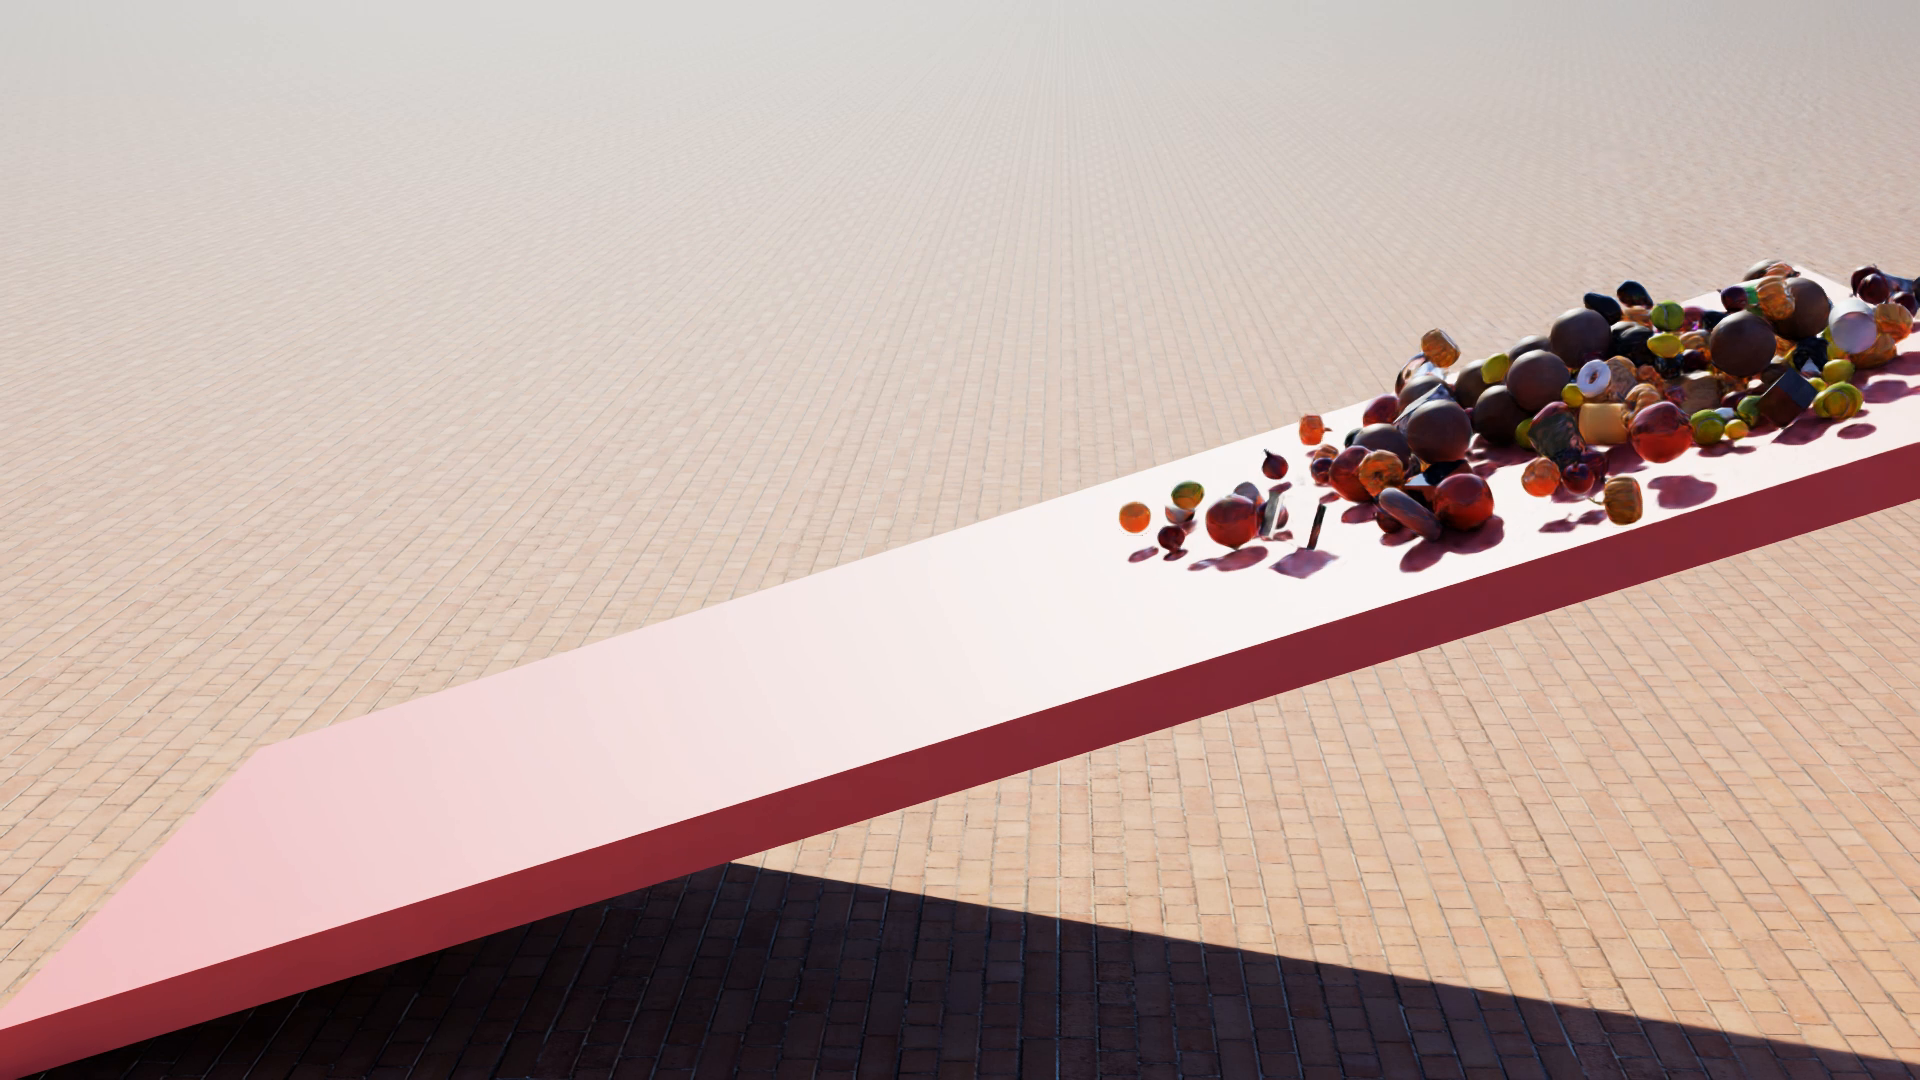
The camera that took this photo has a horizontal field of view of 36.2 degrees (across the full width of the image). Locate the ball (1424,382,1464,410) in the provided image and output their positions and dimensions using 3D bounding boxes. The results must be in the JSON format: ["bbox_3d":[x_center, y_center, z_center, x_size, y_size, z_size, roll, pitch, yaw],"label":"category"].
[{"bbox_3d":[1.085,-0.308,6.609,0.095,0.095,0.095,0,12,0],"label":"ball"}]

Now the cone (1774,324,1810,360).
[{"bbox_3d":[1.751,-0.403,6.123,0.079,0.079,0.079,15,-2,-44],"label":"cone"}]

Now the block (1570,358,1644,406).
[{"bbox_3d":[1.301,-0.299,5.917,0.085,0.085,0.085,-28,-17,-38],"label":"block"}]

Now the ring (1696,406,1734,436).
[{"bbox_3d":[1.459,-0.229,5.681,0.081,0.027,0.081,-25,-18,-9],"label":"ring"}]

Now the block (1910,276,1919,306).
[{"bbox_3d":[2.073,-0.532,6.236,0.069,0.069,0.069,-13,-19,-13],"label":"block"}]

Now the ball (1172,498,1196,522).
[{"bbox_3d":[0.494,-0.066,6.489,0.054,0.054,0.054,0,12,0],"label":"ball"}]

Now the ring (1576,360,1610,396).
[{"bbox_3d":[1.258,-0.321,5.840,0.026,0.078,0.078,23,-3,-34],"label":"ring"}]

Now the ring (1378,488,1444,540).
[{"bbox_3d":[0.858,-0.049,5.593,0.141,0.047,0.141,36,4,-3],"label":"ring"}]

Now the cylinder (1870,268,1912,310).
[{"bbox_3d":[1.998,-0.536,6.308,0.066,0.066,0.066,32,14,1],"label":"cylinder"}]

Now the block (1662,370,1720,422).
[{"bbox_3d":[1.468,-0.290,5.904,0.078,0.078,0.078,-19,12,-4],"label":"block"}]

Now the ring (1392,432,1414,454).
[{"bbox_3d":[0.990,-0.217,6.473,0.101,0.034,0.101,-15,12,3],"label":"ring"}]

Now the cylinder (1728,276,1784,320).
[{"bbox_3d":[1.712,-0.519,6.330,0.082,0.082,0.082,-11,-4,-42],"label":"cylinder"}]

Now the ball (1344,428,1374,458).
[{"bbox_3d":[0.856,-0.209,6.314,0.064,0.064,0.064,0,12,0],"label":"ball"}]

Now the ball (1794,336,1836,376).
[{"bbox_3d":[1.708,-0.366,5.880,0.082,0.082,0.082,0,12,0],"label":"ball"}]

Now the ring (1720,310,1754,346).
[{"bbox_3d":[1.582,-0.431,5.992,0.028,0.083,0.083,33,7,-11],"label":"ring"}]

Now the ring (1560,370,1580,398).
[{"bbox_3d":[1.323,-0.334,6.170,0.131,0.044,0.131,-19,9,3],"label":"ring"}]

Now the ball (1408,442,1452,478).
[{"bbox_3d":[0.966,-0.154,6.033,0.091,0.091,0.091,0,12,0],"label":"ball"}]

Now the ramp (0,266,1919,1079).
[{"bbox_3d":[0.102,0.182,6.309,4.000,0.100,2.000,-17,11,5],"label":"ramp"}]

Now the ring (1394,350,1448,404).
[{"bbox_3d":[1.041,-0.367,6.631,0.144,0.144,0.048,-10,45,-39],"label":"ring"}]

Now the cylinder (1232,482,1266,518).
[{"bbox_3d":[0.618,-0.086,6.296,0.059,0.059,0.059,5,-19,23],"label":"cylinder"}]

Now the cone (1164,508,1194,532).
[{"bbox_3d":[0.488,-0.058,6.427,0.064,0.064,0.064,-27,18,-12],"label":"cone"}]

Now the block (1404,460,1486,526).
[{"bbox_3d":[0.941,-0.090,5.701,0.093,0.093,0.093,-35,17,-24],"label":"block"}]

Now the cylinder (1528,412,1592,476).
[{"bbox_3d":[1.167,-0.186,5.725,0.093,0.093,0.093,-20,-17,-6],"label":"cylinder"}]

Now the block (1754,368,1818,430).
[{"bbox_3d":[1.561,-0.267,5.554,0.070,0.070,0.070,43,48,8],"label":"block"}]

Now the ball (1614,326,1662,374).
[{"bbox_3d":[1.414,-0.396,6.133,0.099,0.099,0.099,0,12,0],"label":"ball"}]

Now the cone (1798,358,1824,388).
[{"bbox_3d":[1.676,-0.339,5.801,0.057,0.057,0.057,7,-31,4],"label":"cone"}]

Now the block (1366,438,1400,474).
[{"bbox_3d":[0.913,-0.181,6.367,0.054,0.054,0.054,-14,11,23],"label":"block"}]

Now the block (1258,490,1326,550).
[{"bbox_3d":[0.662,-0.039,5.851,0.092,0.092,0.092,14,3,-12],"label":"block"}]

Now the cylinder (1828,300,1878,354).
[{"bbox_3d":[1.739,-0.417,5.730,0.085,0.085,0.085,2,21,11],"label":"cylinder"}]

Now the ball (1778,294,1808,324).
[{"bbox_3d":[1.777,-0.490,6.264,0.063,0.063,0.063,0,12,0],"label":"ball"}]

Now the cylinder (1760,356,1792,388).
[{"bbox_3d":[1.641,-0.336,5.913,0.055,0.055,0.055,4,18,20],"label":"cylinder"}]

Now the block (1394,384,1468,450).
[{"bbox_3d":[0.986,-0.251,6.160,0.093,0.093,0.093,-35,5,41],"label":"block"}]

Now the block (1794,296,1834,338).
[{"bbox_3d":[1.761,-0.457,6.043,0.059,0.059,0.059,-21,3,41],"label":"block"}]

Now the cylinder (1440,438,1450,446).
[{"bbox_3d":[1.008,-0.244,6.274,0.079,0.079,0.079,2,25,9],"label":"cylinder"}]
